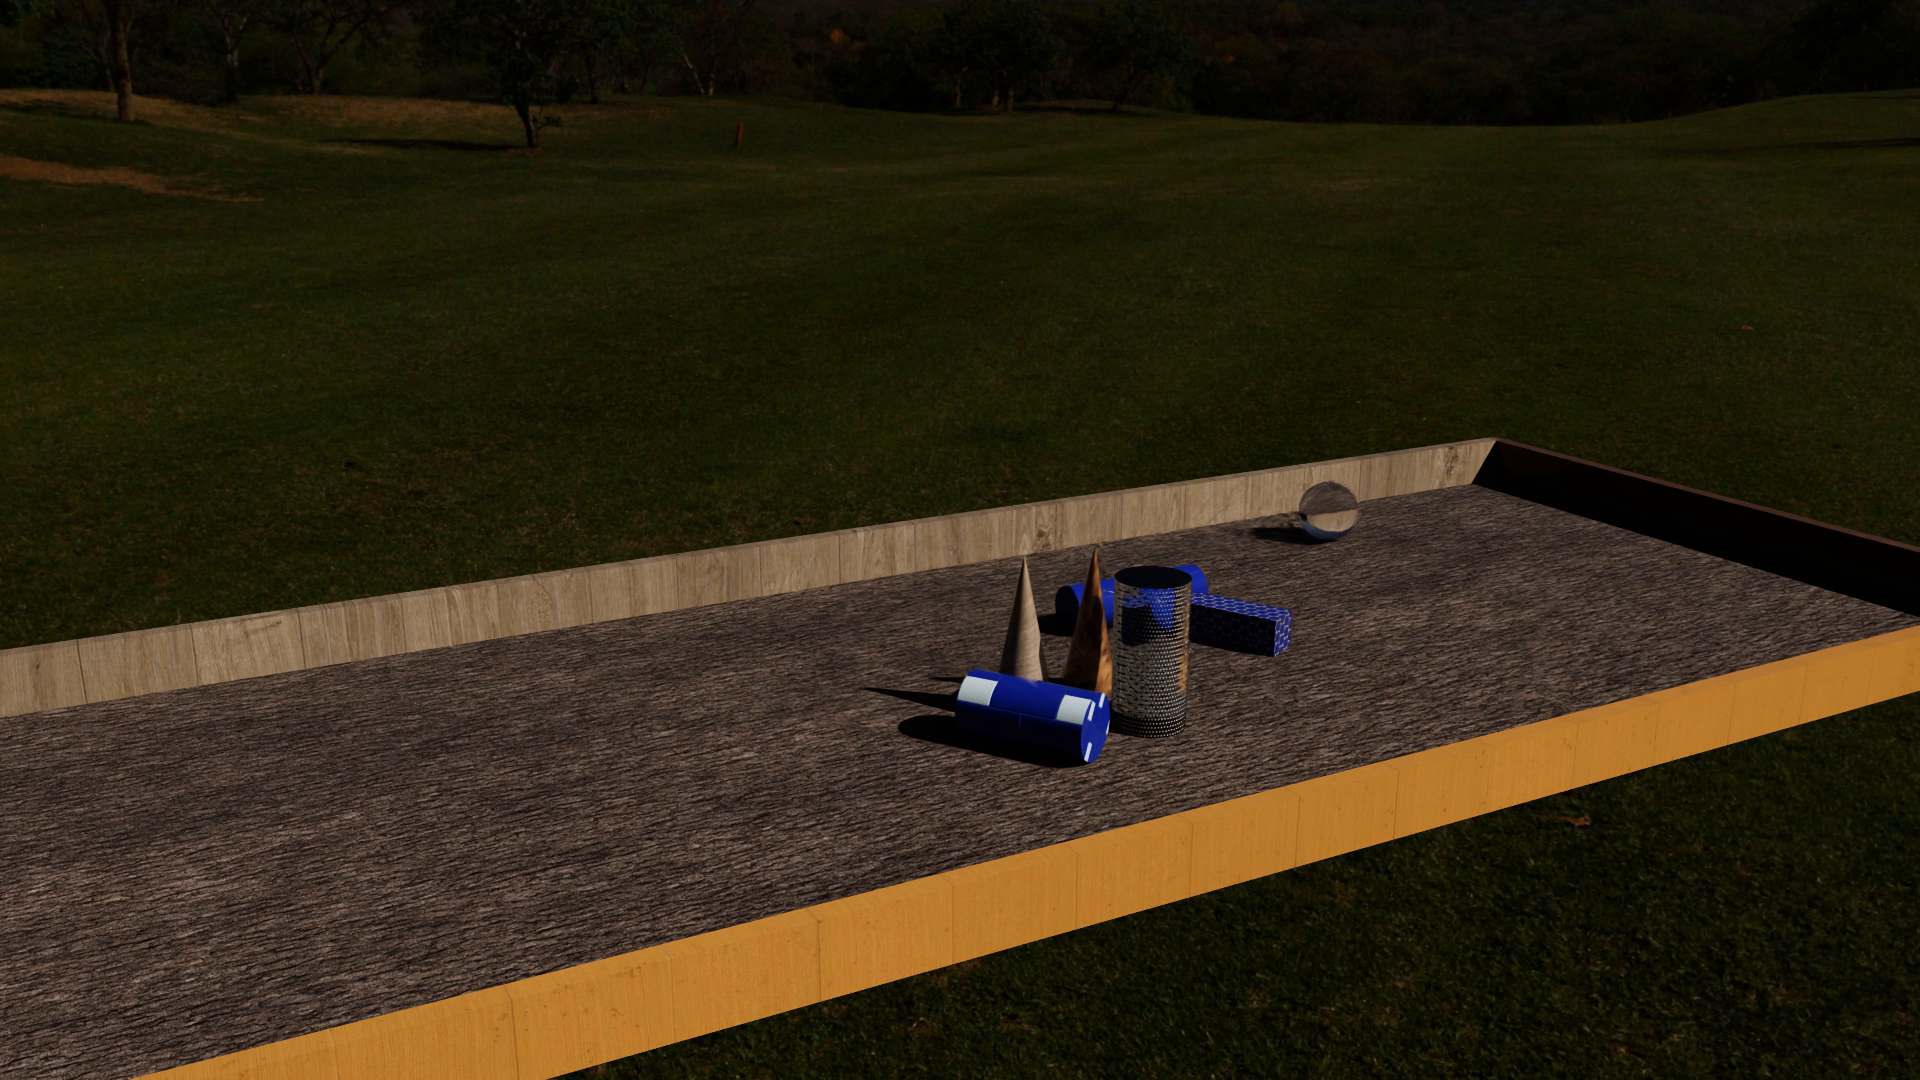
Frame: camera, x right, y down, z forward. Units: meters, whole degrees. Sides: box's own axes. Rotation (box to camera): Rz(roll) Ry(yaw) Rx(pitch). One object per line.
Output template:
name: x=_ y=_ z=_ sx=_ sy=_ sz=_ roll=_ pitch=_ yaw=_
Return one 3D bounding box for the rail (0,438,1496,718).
rail: x=-3.305 y=0.497 z=3.399 sx=12.000 sy=0.150 sz=0.050 roll=-9 pitch=18 yaw=-27

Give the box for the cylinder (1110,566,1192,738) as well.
cylinder: x=0.443 y=0.259 z=3.834 sx=0.177 sy=0.361 sz=0.177 roll=0 pitch=16 yaw=0

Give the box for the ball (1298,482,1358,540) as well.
ball: x=1.190 y=-0.093 z=5.335 sx=0.190 sy=0.190 sz=0.190 roll=0 pitch=16 yaw=0

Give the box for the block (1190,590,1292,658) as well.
block: x=0.711 y=0.219 z=4.431 sx=0.339 sy=0.101 sz=0.101 roll=11 pitch=20 yaw=34

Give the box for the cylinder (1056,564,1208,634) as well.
cylinder: x=0.478 y=0.160 z=4.577 sx=0.422 sy=0.130 sz=0.130 roll=-9 pitch=19 yaw=-27

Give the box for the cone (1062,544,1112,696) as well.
cone: x=0.318 y=0.181 z=3.979 sx=0.132 sy=0.408 sz=0.132 roll=0 pitch=32 yaw=0

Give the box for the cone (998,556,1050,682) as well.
cone: x=0.150 y=0.224 z=3.880 sx=0.160 sy=0.402 sz=0.160 roll=0 pitch=16 yaw=0

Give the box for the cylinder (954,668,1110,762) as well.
cylinder: x=0.163 y=0.395 z=3.731 sx=0.312 sy=0.158 sz=0.158 roll=9 pitch=18 yaw=27

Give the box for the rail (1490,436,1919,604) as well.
rail: x=2.466 y=-0.048 z=5.253 sx=0.050 sy=0.150 sz=2.100 roll=-9 pitch=18 yaw=-27

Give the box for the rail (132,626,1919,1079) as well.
rail: x=-2.336 y=1.006 z=1.665 sx=12.000 sy=0.150 sz=0.050 roll=-9 pitch=18 yaw=-27
